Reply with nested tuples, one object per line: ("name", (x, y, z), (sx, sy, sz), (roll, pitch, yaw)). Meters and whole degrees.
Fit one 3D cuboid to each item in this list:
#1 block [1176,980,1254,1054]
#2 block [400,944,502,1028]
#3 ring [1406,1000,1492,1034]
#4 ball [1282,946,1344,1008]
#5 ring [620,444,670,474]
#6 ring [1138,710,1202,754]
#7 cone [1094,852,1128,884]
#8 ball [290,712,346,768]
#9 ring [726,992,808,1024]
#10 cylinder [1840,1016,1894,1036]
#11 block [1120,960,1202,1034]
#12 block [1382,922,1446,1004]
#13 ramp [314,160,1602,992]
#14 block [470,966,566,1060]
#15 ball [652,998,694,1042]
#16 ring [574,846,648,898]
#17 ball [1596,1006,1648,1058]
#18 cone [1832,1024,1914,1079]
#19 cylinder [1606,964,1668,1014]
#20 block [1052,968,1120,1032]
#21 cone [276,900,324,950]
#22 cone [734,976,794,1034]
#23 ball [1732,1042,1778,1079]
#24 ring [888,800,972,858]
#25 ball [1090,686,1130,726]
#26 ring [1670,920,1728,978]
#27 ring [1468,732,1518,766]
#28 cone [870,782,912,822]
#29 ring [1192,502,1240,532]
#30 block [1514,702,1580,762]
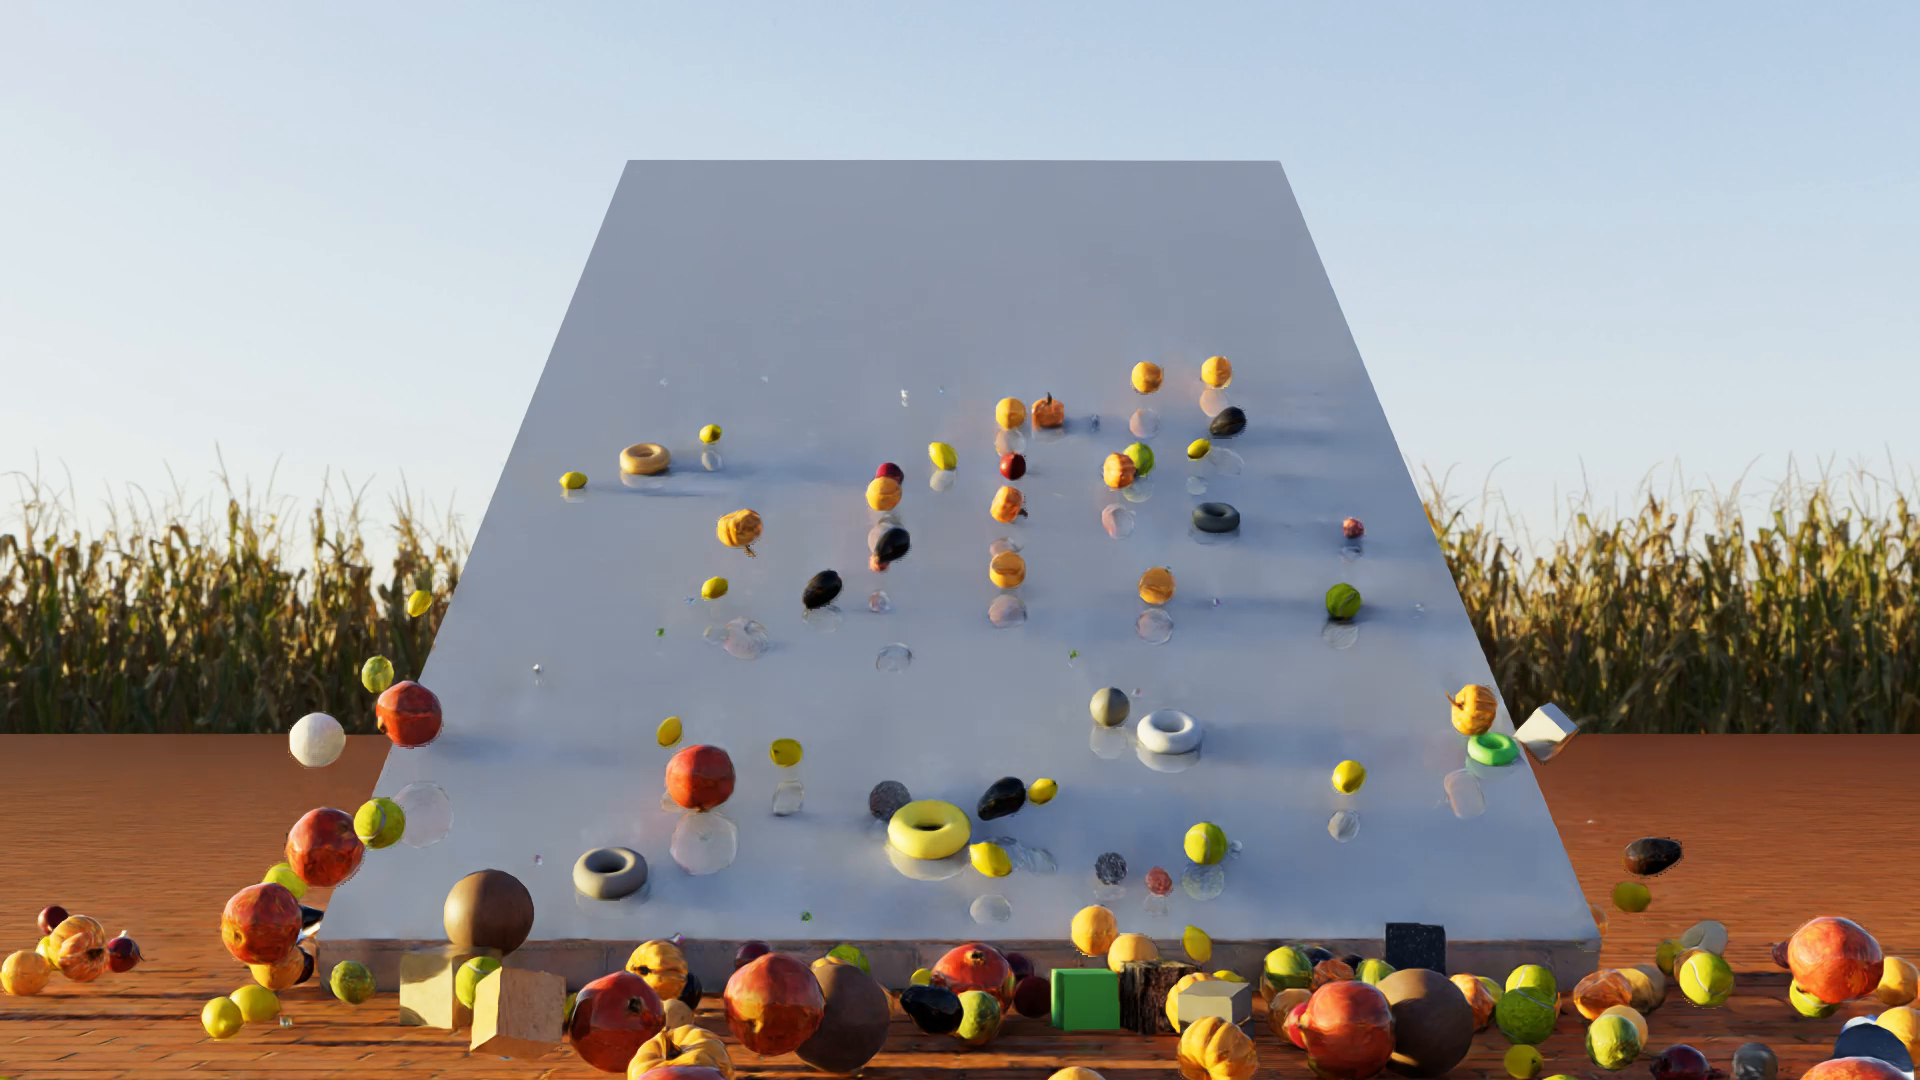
("block", (0.330, 0.614, 3.047), (0.073, 0.073, 0.073), (-2, 4, 27))
("block", (-0.717, 0.627, 3.327), (0.099, 0.099, 0.099), (-3, -3, 31))
("ring", (0.668, 0.652, 3.233), (0.117, 0.039, 0.117), (0, -6, 0))
("ball", (0.519, 0.643, 3.475), (0.091, 0.091, 0.091), (0, -5, 0))
("ring", (-0.697, -0.180, 5.229), (0.114, 0.038, 0.114), (-1, 27, 0))
("ring", (0.373, 0.340, 4.190), (0.116, 0.039, 0.116), (1, 28, 0))
("cone", (0.242, 0.528, 3.828), (0.053, 0.053, 0.053), (0, 0, -2))
("ball", (-1.143, 0.356, 4.202), (0.096, 0.096, 0.096), (0, -5, 0))
("ring", (-0.273, 0.661, 3.340), (0.114, 0.038, 0.114), (2, -2, 0))
("cylinder", (1.135, 0.622, 2.956), (0.052, 0.052, 0.052), (-3, -9, 36))
("block", (0.276, 0.628, 3.255), (0.089, 0.089, 0.089), (1, -5, -13))
("block", (0.675, 0.631, 3.518), (0.086, 0.086, 0.086), (2, -39, 8))
("ramp", (-0.010, -0.228, 5.482), (2.000, 0.100, 4.000), (0, 27, 0))
("block", (-0.514, 0.552, 2.753), (0.080, 0.080, 0.080), (15, -31, -27))
("ball", (-0.380, 0.635, 3.128), (0.055, 0.055, 0.055), (0, -5, 0))
("ring", (-0.561, 0.533, 3.796), (0.120, 0.040, 0.120), (1, 26, 0))
("ball", (0.834, 0.619, 2.977), (0.064, 0.064, 0.064), (0, -5, 0))
("cone", (0.990, 0.592, 2.621), (0.094, 0.094, 0.094), (1, -22, -8))
("cylinder", (0.977, 0.650, 3.412), (0.070, 0.070, 0.070), (-3, -5, 32))
("block", (0.173, 0.636, 3.270), (0.077, 0.077, 0.077), (1, -5, -11))
("cone", (-1.208, 0.707, 4.400), (0.095, 0.095, 0.095), (-13, -7, 9))
("cone", (-0.245, 0.607, 3.113), (0.074, 0.074, 0.074), (0, -3, -43))
("ball", (0.921, 0.607, 2.736), (0.050, 0.050, 0.050), (0, -5, 0))
("ring", (-0.050, 0.477, 3.905), (0.137, 0.046, 0.137), (0, 28, 0))
("ball", (0.269, 0.299, 4.237), (0.070, 0.070, 0.070), (0, -5, 0))
("ring", (1.235, 0.683, 3.950), (0.037, 0.112, 0.112), (41, -10, -5))
("ring", (0.935, 0.367, 4.151), (0.087, 0.029, 0.087), (1, 26, 0))
("cone", (-0.115, 0.438, 3.997), (0.071, 0.071, 0.071), (0, 5, 1))
("ring", (0.538, -0.048, 4.974), (0.104, 0.035, 0.104), (1, 27, -1))
("block", (1.045, 0.342, 4.209), (0.068, 0.068, 0.068), (46, 27, 21))
